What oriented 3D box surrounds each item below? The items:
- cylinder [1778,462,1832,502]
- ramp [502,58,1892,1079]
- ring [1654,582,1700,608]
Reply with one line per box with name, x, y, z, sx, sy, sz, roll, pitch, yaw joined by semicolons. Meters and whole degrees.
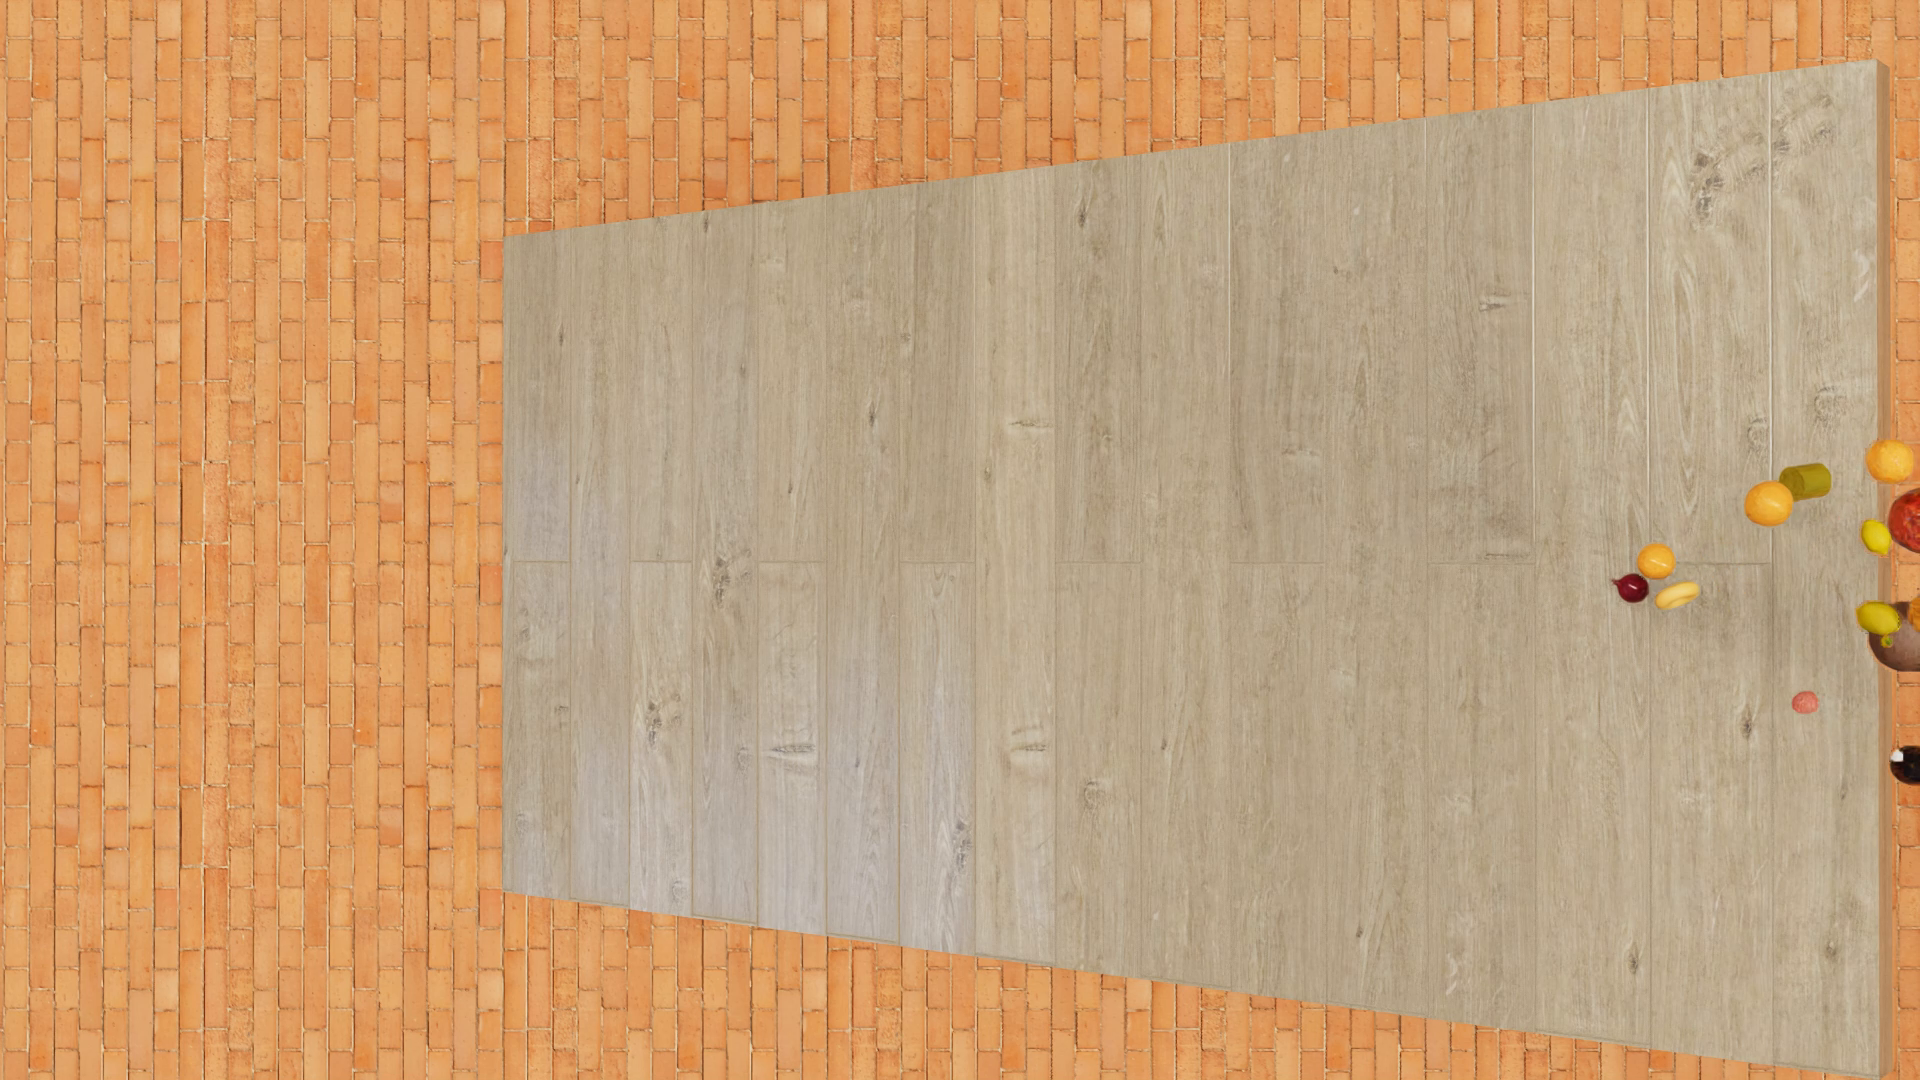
cylinder;1.538;-0.106;4.000;0.064;0.064;0.064;-8;90;-22
ramp;0.231;0.065;5.549;4.000;0.100;2.000;0;89;37
ring;1.380;0.106;4.232;0.088;0.088;0.029;-18;70;0
